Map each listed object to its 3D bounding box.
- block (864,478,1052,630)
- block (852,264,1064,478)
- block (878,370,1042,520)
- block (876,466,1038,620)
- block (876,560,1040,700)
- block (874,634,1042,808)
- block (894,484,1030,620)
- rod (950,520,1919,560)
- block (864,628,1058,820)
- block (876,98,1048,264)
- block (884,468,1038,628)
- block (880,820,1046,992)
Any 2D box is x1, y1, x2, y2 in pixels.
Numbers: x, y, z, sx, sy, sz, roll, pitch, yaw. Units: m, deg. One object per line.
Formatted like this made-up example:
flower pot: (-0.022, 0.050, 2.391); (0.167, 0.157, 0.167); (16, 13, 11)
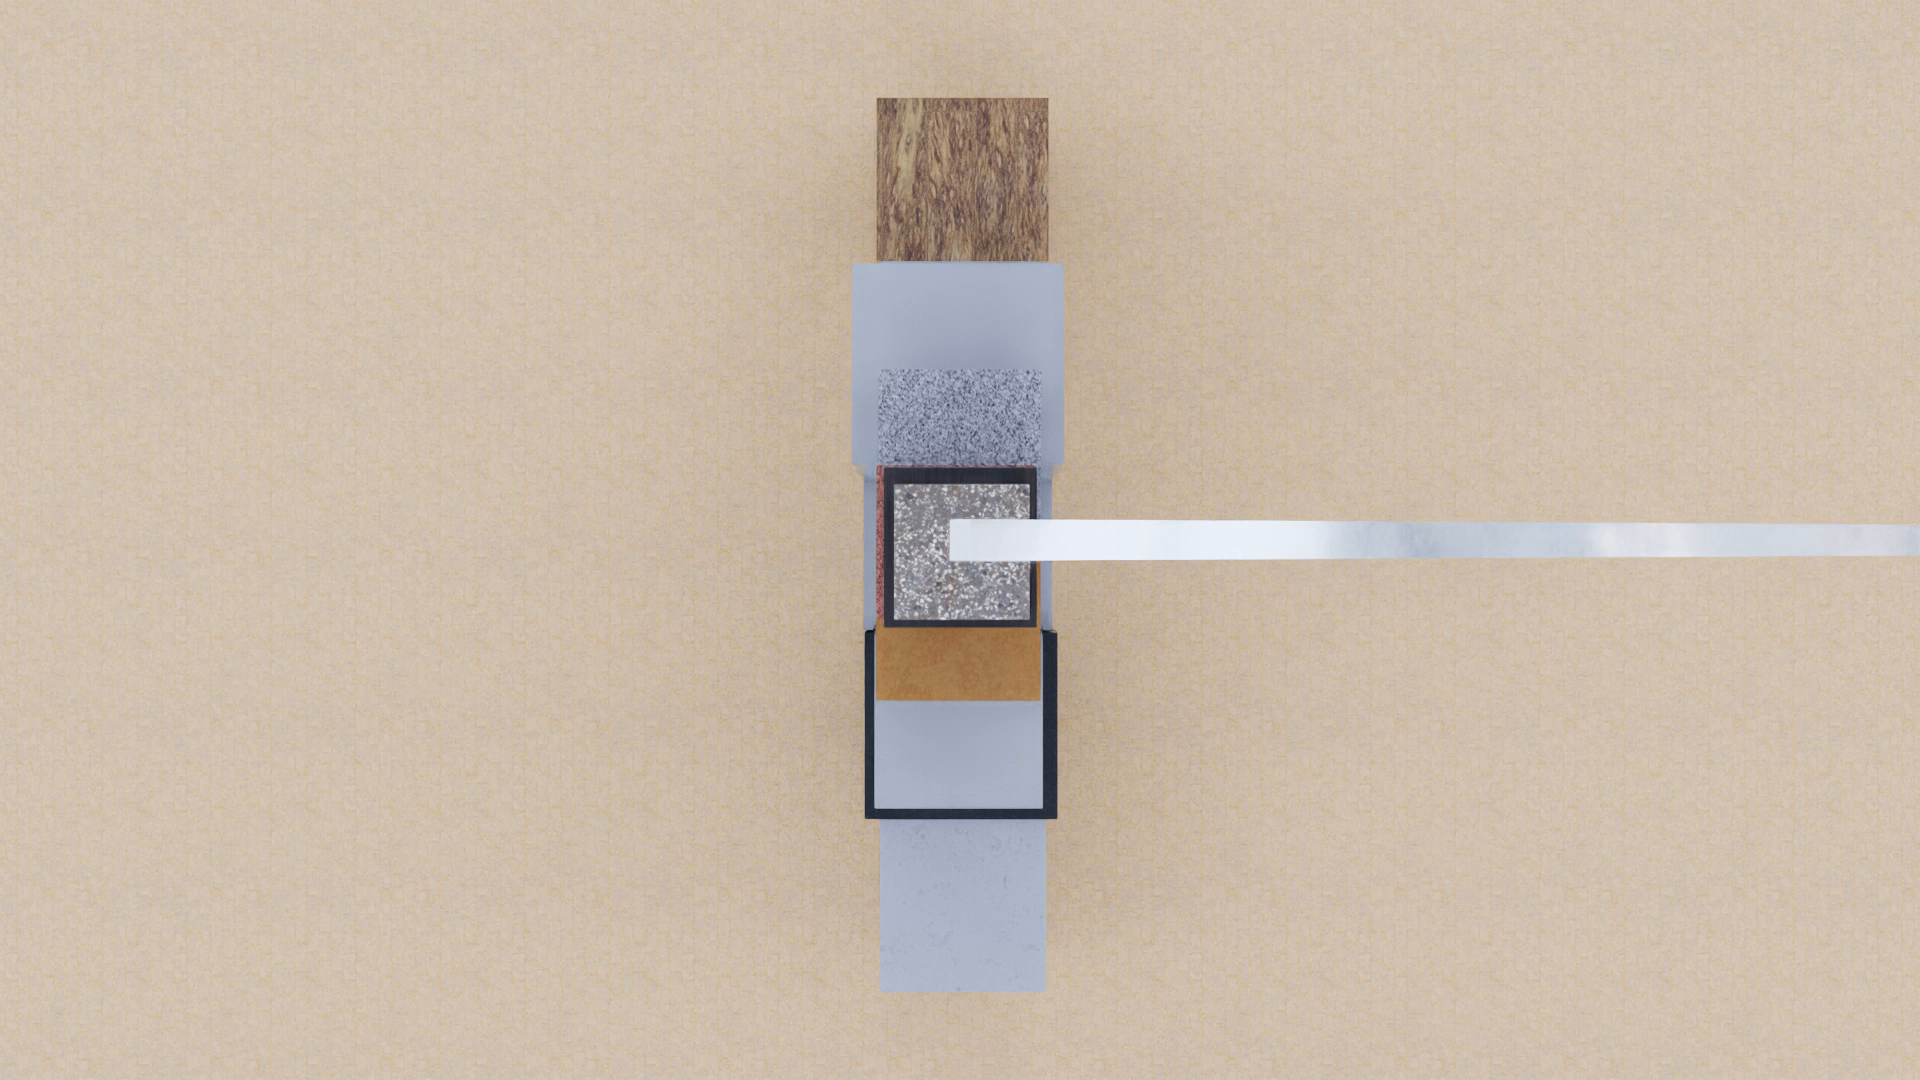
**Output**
block: (-0.011, 0.011, 12.463); (1.022, 1.074, 0.955); (0, 90, 0)
block: (-0.010, -0.863, 11.478); (1.061, 0.929, 1.008); (0, 88, 0)
block: (-0.001, -0.426, 10.617); (0.760, 0.746, 0.763); (0, 92, 0)
block: (-0.014, -0.002, 9.895); (0.697, 0.727, 0.667); (0, 92, 0)
block: (-0.008, 0.373, 10.690); (0.773, 0.725, 0.788); (0, 88, 0)
block: (-0.007, 0.917, 11.445); (0.845, 0.793, 0.862); (0, 90, 0)
block: (0.007, 0.039, 8.696); (0.520, 0.491, 0.520); (0, 92, 0)
rod: (2.234, 0.000, 5.596); (5.200, 0.080, 0.080); (0, 90, -31)
block: (0.005, 1.001, 12.421); (1.040, 1.159, 1.004); (0, 90, 0)
block: (0.014, -1.990, 12.586); (0.951, 0.829, 0.915); (0, 90, 0)
block: (0.002, 0.021, 9.237); (0.623, 0.591, 0.652); (0, 92, 0)
block: (0.017, 1.980, 12.454); (0.901, 1.091, 0.935); (0, 90, 0)
